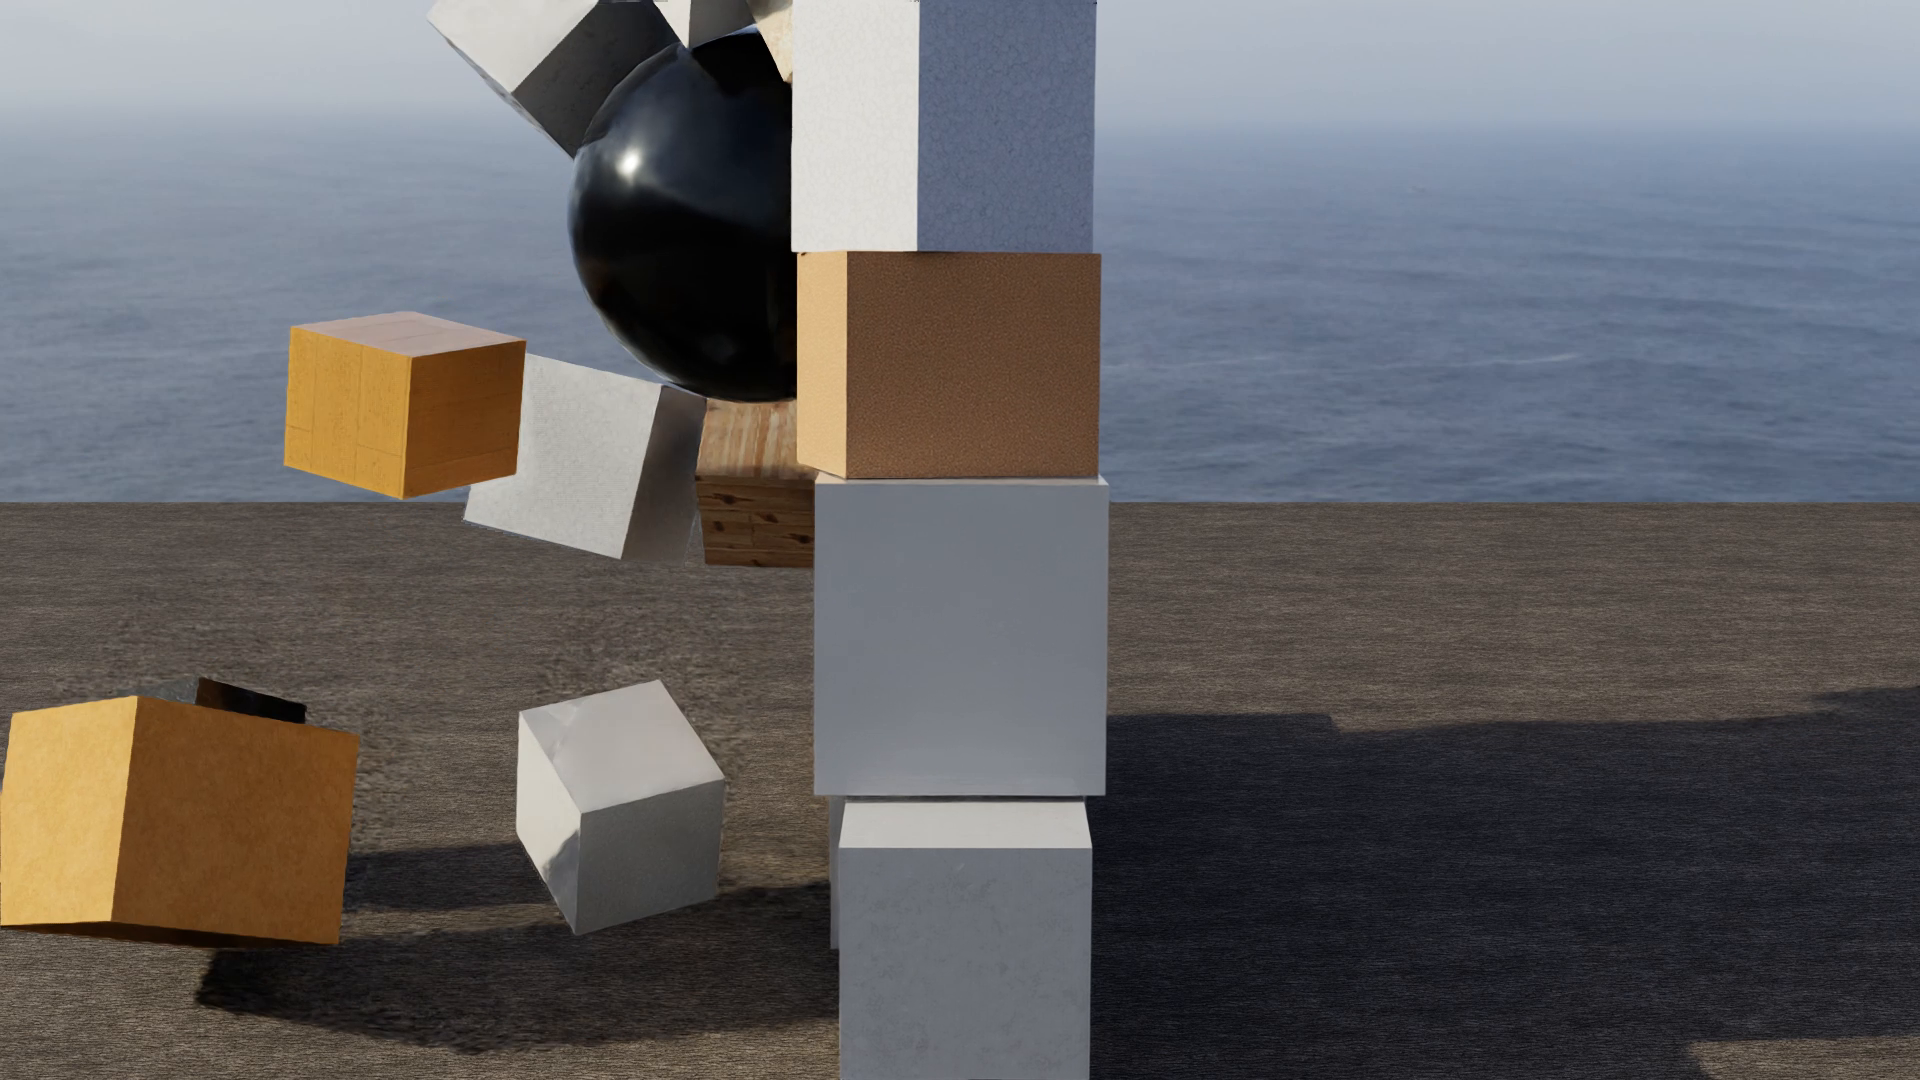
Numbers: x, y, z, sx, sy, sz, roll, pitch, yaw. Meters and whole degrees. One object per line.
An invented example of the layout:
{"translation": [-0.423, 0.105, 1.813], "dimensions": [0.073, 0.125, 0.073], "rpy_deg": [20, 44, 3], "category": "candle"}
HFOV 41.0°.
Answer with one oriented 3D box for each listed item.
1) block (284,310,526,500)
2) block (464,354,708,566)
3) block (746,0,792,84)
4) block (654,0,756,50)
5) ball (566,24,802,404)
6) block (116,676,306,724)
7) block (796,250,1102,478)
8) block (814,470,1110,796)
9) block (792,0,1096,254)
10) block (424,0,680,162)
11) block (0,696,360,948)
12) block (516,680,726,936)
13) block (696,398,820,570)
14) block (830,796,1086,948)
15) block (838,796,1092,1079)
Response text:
{"translation": [-2.407, -0.600, 11.148], "dimensions": [0.677, 0.610, 0.737], "rpy_deg": [15, 17, 27], "category": "block"}
{"translation": [-1.771, -0.388, 12.465], "dimensions": [0.814, 0.837, 0.858], "rpy_deg": [13, 0, 14], "category": "block"}
{"translation": [-0.412, -2.130, 10.230], "dimensions": [0.543, 0.476, 0.576], "rpy_deg": [10, -44, -45], "category": "block"}
{"translation": [-0.980, -2.404, 10.413], "dimensions": [0.506, 0.433, 0.541], "rpy_deg": [-26, -22, -21], "category": "block"}
{"translation": [-0.867, -1.379, 10.930], "dimensions": [1.600, 1.600, 1.600], "rpy_deg": [0, 10, 0], "category": "ball"}
{"translation": [-3.323, 1.023, 11.224], "dimensions": [0.605, 0.681, 0.565], "rpy_deg": [-10, -22, 38], "category": "block"}
{"translation": [-0.060, -0.672, 9.643], "dimensions": [0.948, 0.806, 0.851], "rpy_deg": [-1, 6, -15], "category": "block"}
{"translation": [-0.008, 0.299, 9.577], "dimensions": [1.033, 1.106, 1.096], "rpy_deg": [0, 6, -1], "category": "block"}
{"translation": [-0.072, -1.554, 9.598], "dimensions": [0.772, 0.957, 0.889], "rpy_deg": [-3, 7, -33], "category": "block"}
{"translation": [-1.727, -2.193, 11.160], "dimensions": [0.679, 0.723, 0.670], "rpy_deg": [42, -3, 31], "category": "block"}
{"translation": [-3.015, 1.108, 9.848], "dimensions": [0.904, 0.814, 0.964], "rpy_deg": [-9, -18, 41], "category": "block"}
{"translation": [-1.425, 1.107, 10.697], "dimensions": [0.626, 0.660, 0.686], "rpy_deg": [-12, 39, -27], "category": "block"}
{"translation": [-0.873, -0.321, 12.176], "dimensions": [0.643, 0.650, 0.639], "rpy_deg": [2, 50, 2], "category": "block"}
{"translation": [-0.010, 1.076, 10.870], "dimensions": [1.034, 0.995, 1.081], "rpy_deg": [0, 10, 0], "category": "block"}
{"translation": [0.017, 1.418, 9.091], "dimensions": [0.847, 0.954, 0.887], "rpy_deg": [0, 10, 0], "category": "block"}
